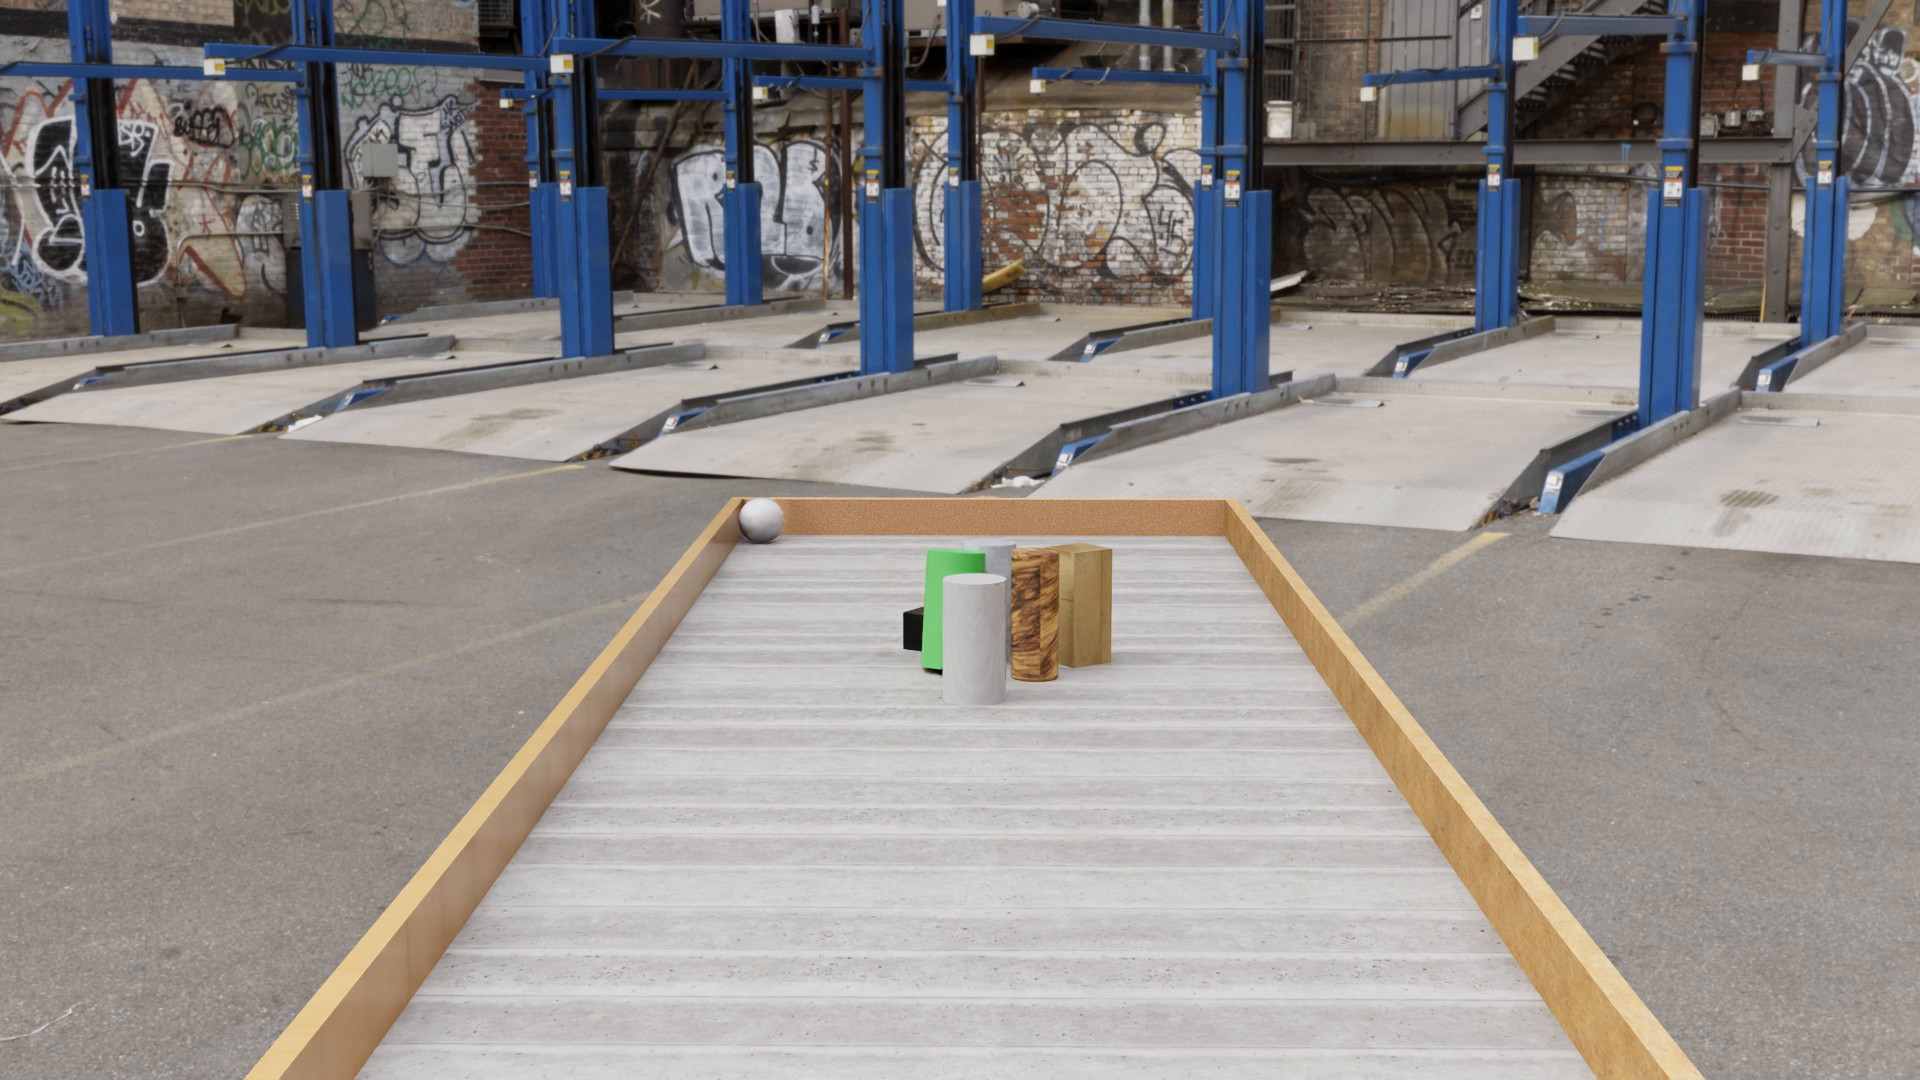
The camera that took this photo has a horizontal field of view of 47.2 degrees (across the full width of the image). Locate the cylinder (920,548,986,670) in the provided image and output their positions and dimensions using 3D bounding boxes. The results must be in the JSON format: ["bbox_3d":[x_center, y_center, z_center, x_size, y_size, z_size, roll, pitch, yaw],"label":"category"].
[{"bbox_3d":[-0.020,0.206,6.550,0.174,0.346,0.174,3,3,0],"label":"cylinder"}]

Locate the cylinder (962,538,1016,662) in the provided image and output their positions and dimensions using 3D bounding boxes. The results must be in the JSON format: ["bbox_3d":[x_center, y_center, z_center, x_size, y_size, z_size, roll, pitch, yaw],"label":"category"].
[{"bbox_3d":[0.085,0.183,6.701,0.165,0.356,0.165,1,8,0],"label":"cylinder"}]

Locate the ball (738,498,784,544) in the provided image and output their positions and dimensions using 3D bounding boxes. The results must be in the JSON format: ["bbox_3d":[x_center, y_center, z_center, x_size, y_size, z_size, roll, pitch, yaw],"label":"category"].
[{"bbox_3d":[-0.806,-0.080,8.922,0.185,0.185,0.185,0,9,0],"label":"ball"}]

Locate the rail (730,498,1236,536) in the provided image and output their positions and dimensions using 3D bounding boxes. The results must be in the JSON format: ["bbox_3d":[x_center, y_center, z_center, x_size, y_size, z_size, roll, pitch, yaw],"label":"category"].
[{"bbox_3d":[0.099,-0.098,9.147,2.100,0.150,0.050,0,9,1],"label":"rail"}]

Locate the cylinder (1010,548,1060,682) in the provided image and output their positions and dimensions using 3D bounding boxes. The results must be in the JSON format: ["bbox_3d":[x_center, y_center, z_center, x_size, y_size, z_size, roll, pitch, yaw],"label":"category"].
[{"bbox_3d":[0.220,0.218,6.440,0.140,0.374,0.140,0,9,0],"label":"cylinder"}]

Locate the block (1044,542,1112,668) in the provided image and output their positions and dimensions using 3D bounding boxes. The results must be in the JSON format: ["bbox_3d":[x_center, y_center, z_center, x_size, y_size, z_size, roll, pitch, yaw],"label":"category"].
[{"bbox_3d":[0.357,0.196,6.660,0.145,0.349,0.145,-6,11,-34],"label":"block"}]

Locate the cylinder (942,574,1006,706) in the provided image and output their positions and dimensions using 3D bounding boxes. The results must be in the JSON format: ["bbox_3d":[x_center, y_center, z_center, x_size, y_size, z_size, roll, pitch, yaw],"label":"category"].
[{"bbox_3d":[0.040,0.278,6.163,0.179,0.343,0.179,0,9,0],"label":"cylinder"}]

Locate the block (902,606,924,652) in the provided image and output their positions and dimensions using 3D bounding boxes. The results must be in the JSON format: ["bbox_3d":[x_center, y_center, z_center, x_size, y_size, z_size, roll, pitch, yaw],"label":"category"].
[{"bbox_3d":[-0.030,0.264,6.970,0.117,0.117,0.359,6,11,33],"label":"block"}]

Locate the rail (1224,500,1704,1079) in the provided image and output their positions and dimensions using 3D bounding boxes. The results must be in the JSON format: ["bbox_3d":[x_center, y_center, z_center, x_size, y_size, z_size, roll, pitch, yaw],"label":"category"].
[{"bbox_3d":[1.046,0.843,3.208,0.050,0.150,12.000,0,9,1],"label":"rail"}]

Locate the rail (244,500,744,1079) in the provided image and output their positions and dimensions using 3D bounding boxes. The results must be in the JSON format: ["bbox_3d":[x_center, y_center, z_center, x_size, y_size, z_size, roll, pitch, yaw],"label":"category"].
[{"bbox_3d":[-1.004,0.839,3.234,0.050,0.150,12.000,0,9,1],"label":"rail"}]
